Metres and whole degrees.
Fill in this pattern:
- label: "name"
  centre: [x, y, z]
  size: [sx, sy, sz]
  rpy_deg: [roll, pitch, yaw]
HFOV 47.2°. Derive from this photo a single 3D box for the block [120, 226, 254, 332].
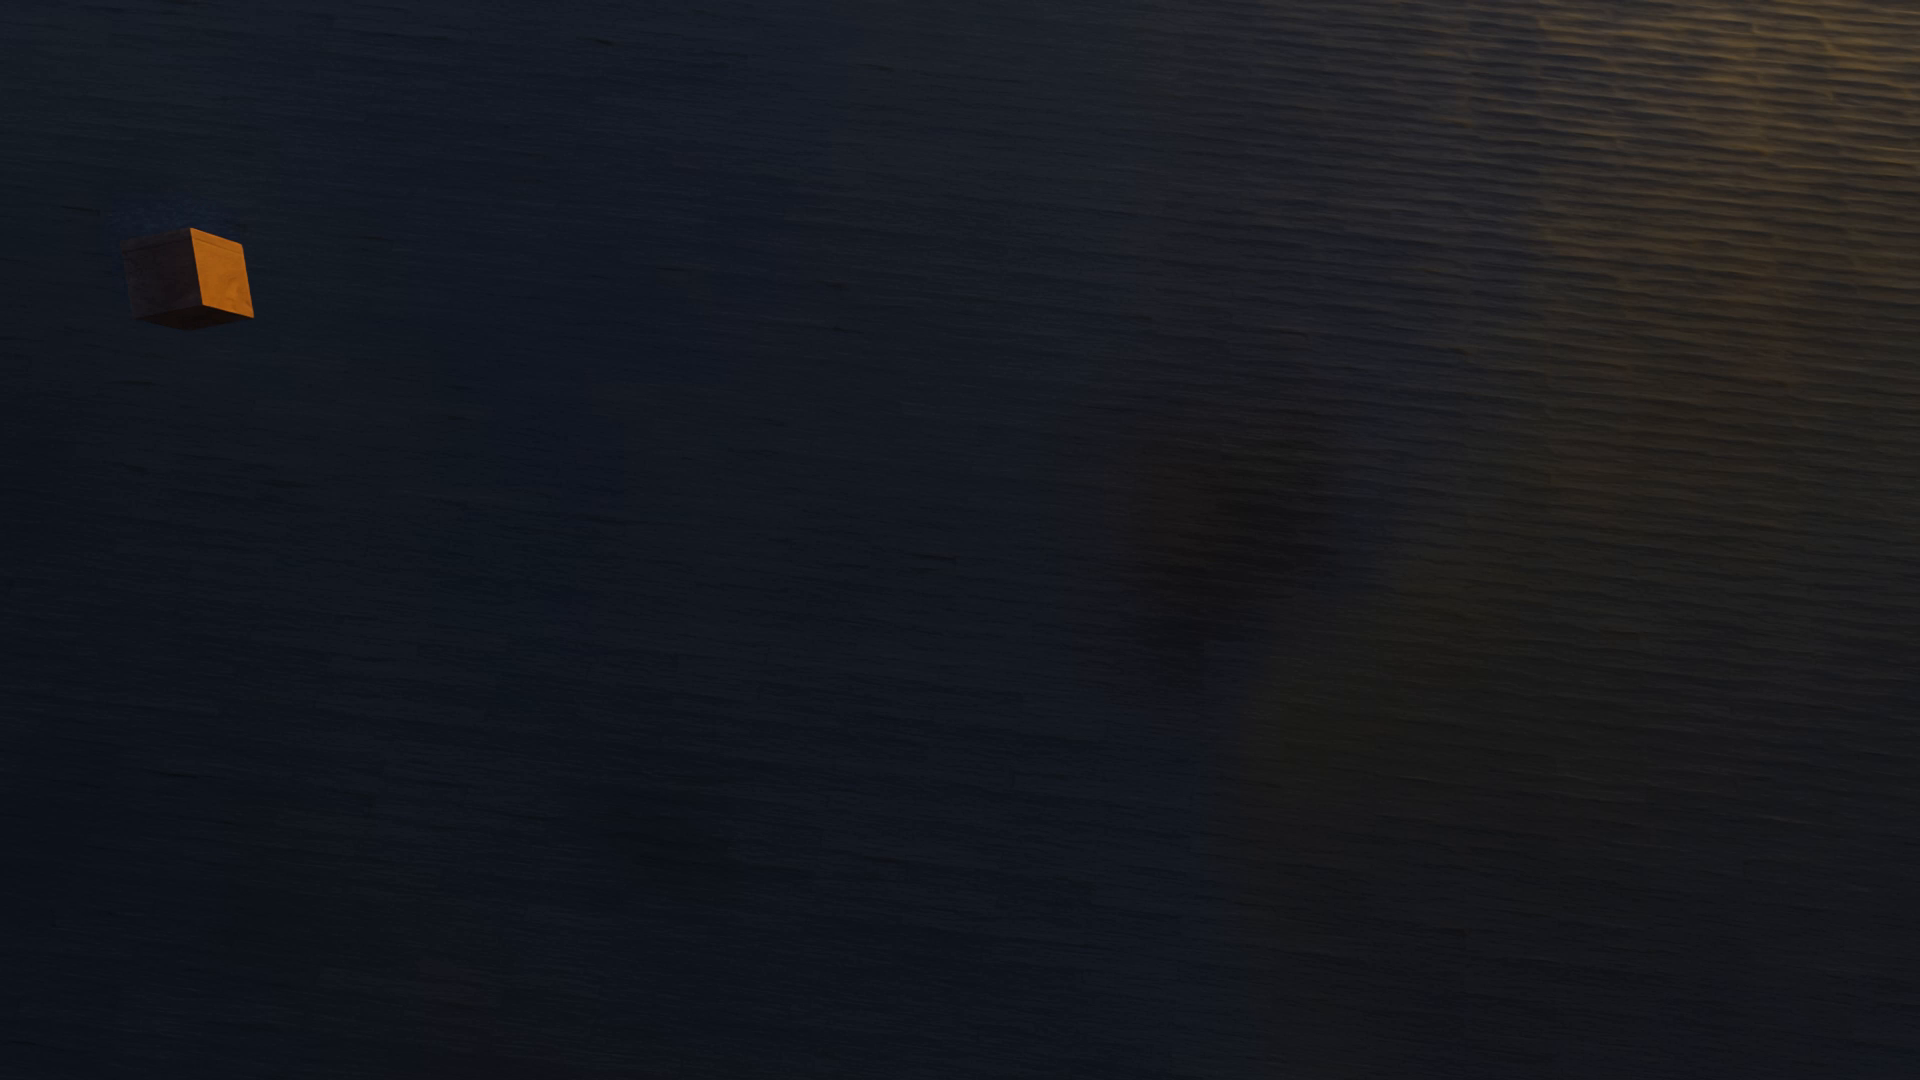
- label: "block"
  centre: [-1.433, -0.482, 4.086]
  size: [0.135, 0.218, 0.143]
  rpy_deg: [-10, 88, 6]
